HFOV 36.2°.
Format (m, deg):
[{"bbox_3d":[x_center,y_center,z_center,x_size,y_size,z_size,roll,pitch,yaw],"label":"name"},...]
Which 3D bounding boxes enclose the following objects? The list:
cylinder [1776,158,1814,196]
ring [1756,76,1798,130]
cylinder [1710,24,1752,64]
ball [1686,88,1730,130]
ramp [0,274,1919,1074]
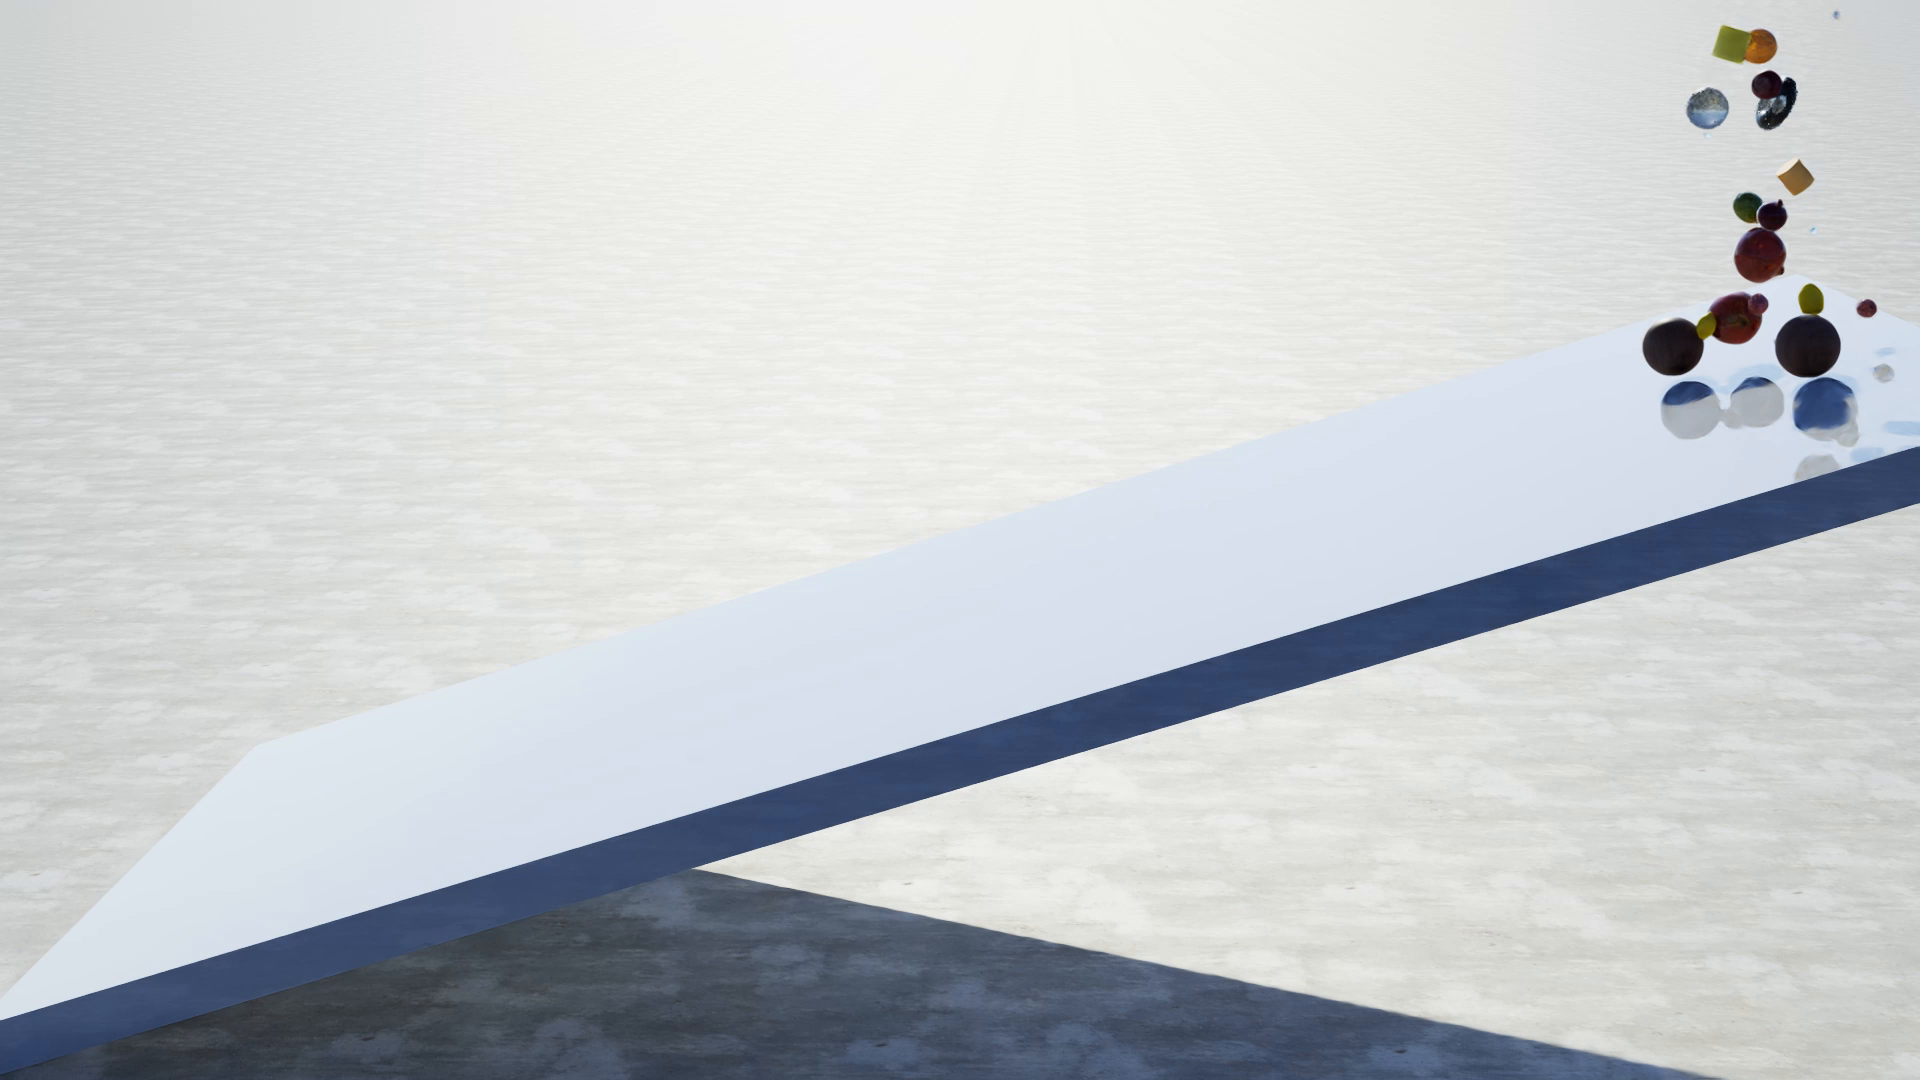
[{"bbox_3d":[1.652,-0.719,5.818,0.053,0.053,0.053,-40,10,9],"label":"cylinder"},{"bbox_3d":[1.710,-0.915,6.161,0.040,0.121,0.121,23,8,-10],"label":"ring"},{"bbox_3d":[1.500,-0.963,5.717,0.062,0.062,0.062,15,14,-4],"label":"cylinder"},{"bbox_3d":[1.523,-0.879,5.992,0.086,0.086,0.086,0,11,0],"label":"ball"},{"bbox_3d":[0.099,0.183,6.312,4.000,0.100,2.000,-17,10,5],"label":"ramp"}]
